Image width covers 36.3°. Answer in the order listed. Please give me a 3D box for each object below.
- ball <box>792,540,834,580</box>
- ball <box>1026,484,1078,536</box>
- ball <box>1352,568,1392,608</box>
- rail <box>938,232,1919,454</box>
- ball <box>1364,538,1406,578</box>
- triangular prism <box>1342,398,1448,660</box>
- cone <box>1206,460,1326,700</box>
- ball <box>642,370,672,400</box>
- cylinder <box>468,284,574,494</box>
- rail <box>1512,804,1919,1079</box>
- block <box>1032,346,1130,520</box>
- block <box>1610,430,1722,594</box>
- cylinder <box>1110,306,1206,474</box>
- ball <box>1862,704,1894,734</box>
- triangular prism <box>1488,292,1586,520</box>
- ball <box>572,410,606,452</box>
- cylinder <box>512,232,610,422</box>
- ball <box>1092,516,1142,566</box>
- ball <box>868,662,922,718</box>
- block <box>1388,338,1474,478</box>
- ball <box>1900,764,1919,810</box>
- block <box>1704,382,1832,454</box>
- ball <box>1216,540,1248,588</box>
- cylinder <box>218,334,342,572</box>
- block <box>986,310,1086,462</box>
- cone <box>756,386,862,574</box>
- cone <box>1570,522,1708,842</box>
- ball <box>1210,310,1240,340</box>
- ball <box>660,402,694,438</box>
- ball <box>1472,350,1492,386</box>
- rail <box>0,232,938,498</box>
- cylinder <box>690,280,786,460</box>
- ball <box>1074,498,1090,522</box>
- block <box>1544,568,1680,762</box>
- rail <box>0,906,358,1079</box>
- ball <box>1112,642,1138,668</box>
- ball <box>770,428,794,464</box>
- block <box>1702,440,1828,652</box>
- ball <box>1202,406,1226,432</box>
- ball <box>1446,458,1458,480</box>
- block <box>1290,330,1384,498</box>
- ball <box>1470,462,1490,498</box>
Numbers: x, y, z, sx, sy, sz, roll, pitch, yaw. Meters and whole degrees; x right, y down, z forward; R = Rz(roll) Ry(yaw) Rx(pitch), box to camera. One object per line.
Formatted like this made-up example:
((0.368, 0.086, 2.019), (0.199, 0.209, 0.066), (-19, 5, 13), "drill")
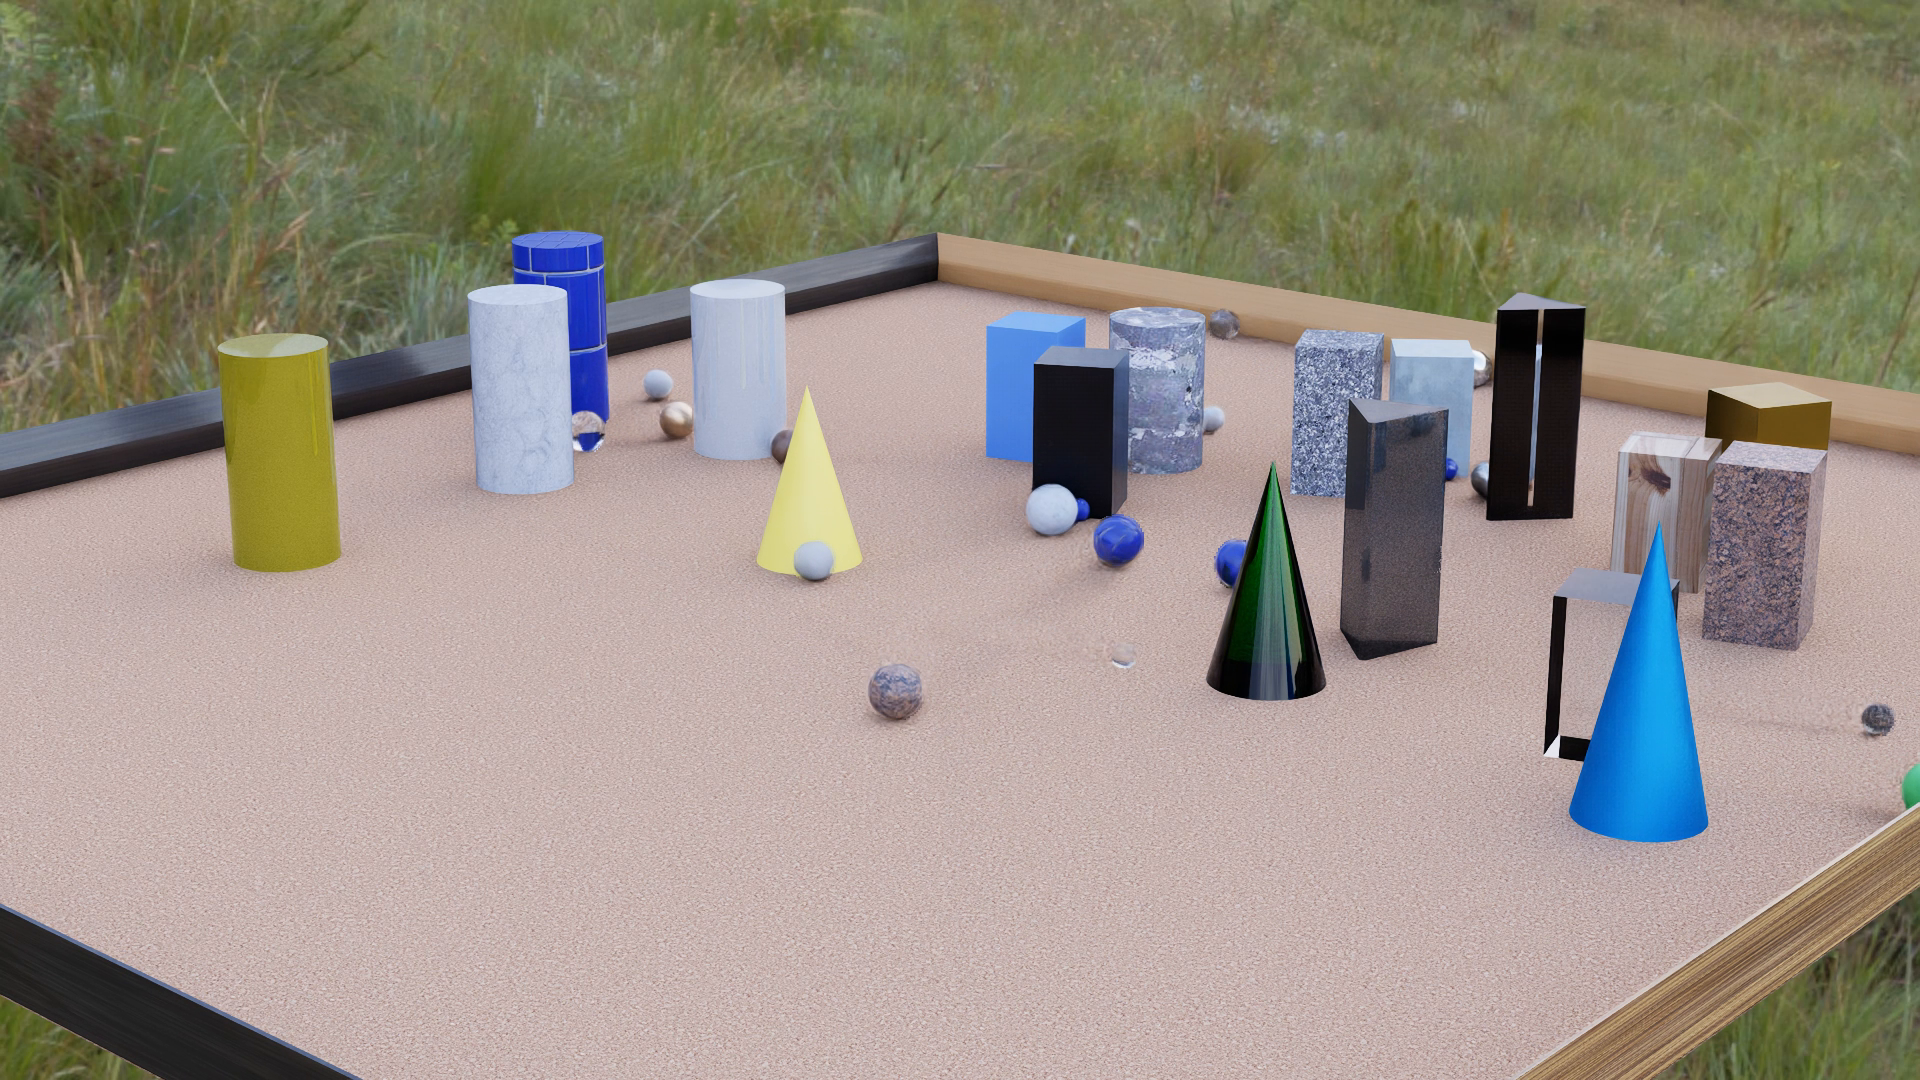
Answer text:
((-0.261, 0.037, 5.200), (0.071, 0.071, 0.071), (0, 17, 0), "ball")
((0.171, -0.057, 5.468), (0.096, 0.096, 0.096), (0, 17, 0), "ball")
((0.711, 0.084, 5.049), (0.069, 0.069, 0.069), (0, 17, 0), "ball")
((1.289, -0.398, 6.541), (3.613, 0.125, 0.045), (14, 22, 39), "rail")
((0.755, 0.033, 5.210), (0.073, 0.073, 0.073), (0, 17, 0), "ball")
((0.685, -0.026, 4.837), (0.167, 0.401, 0.145), (-11, 20, -32), "triangular prism")
((0.491, 0.049, 4.647), (0.193, 0.367, 0.193), (0, 17, 0), "cone")
((-0.668, -0.343, 6.468), (0.065, 0.065, 0.065), (0, 17, 0), "ball")
((-0.864, -0.299, 5.779), (0.193, 0.378, 0.193), (0, 17, 0), "cylinder")
((1.346, 0.369, 4.001), (0.045, 0.125, 3.979), (14, 22, 39), "rail")
((0.232, -0.207, 5.618), (0.154, 0.296, 0.154), (4, 17, 14), "block")
((1.250, -0.051, 5.193), (0.154, 0.242, 0.154), (7, 18, 22), "block")
((0.397, -0.303, 5.928), (0.193, 0.301, 0.193), (0, 17, 0), "cylinder")
((1.396, 0.272, 4.460), (0.048, 0.048, 0.048), (0, 17, 0), "ball")
((1.077, -0.256, 5.586), (0.167, 0.409, 0.145), (-2, 17, -6), "triangular prism")
((-0.772, -0.225, 6.044), (0.084, 0.084, 0.084), (0, 17, 0), "ball")
((-0.850, -0.448, 6.252), (0.193, 0.391, 0.193), (0, 17, 0), "cylinder")
((0.283, 0.001, 5.288), (0.088, 0.088, 0.088), (0, 17, 0), "ball")
((-0.100, 0.232, 4.526), (0.086, 0.086, 0.086), (0, 17, 0), "ball")
((0.946, -0.267, 5.904), (0.154, 0.245, 0.154), (1, 17, 4), "block")
((1.369, 0.354, 4.123), (0.087, 0.087, 0.087), (0, 17, 0), "ball")
((1.455, -0.117, 5.313), (0.154, 0.300, 0.154), (-6, 18, -20), "block")
((0.492, 0.043, 5.158), (0.084, 0.084, 0.084), (0, 17, 0), "ball")
((-1.226, -0.159, 5.289), (0.193, 0.394, 0.193), (0, 17, 0), "cylinder")
((0.155, -0.313, 6.006), (0.154, 0.275, 0.154), (7, 18, 23), "block")
((-0.273, -0.121, 5.283), (0.193, 0.326, 0.193), (0, 17, 0), "cone")
((0.960, 0.181, 4.087), (0.193, 0.438, 0.193), (0, 17, 0), "cone")
((0.635, -0.516, 7.032), (0.070, 0.070, 0.070), (0, 17, 0), "ball")
((-0.591, -0.251, 6.143), (0.078, 0.078, 0.078), (0, 17, 0), "ball")
((1.152, -0.386, 6.582), (0.082, 0.082, 0.082), (0, 17, 0), "ball")
((-1.346, -0.306, 6.239), (0.045, 0.125, 3.979), (14, 22, 39), "rail")
((-0.454, -0.352, 6.028), (0.193, 0.336, 0.193), (0, 17, 0), "cylinder")
((0.223, -0.057, 5.559), (0.044, 0.044, 0.044), (0, 17, 0), "ball")
((0.973, 0.191, 4.378), (0.154, 0.251, 0.154), (7, 18, 23), "block")
((-1.289, 0.460, 3.699), (3.613, 0.125, 0.045), (14, 22, 39), "rail")
((0.267, 0.188, 4.751), (0.042, 0.042, 0.042), (0, 17, 0), "ball")
((-0.346, -0.188, 5.938), (0.075, 0.075, 0.075), (0, 17, 0), "ball")
((1.342, 0.008, 4.889), (0.154, 0.305, 0.154), (8, 18, 24), "block")
((0.533, -0.255, 6.195), (0.054, 0.054, 0.054), (0, 17, 0), "ball")
((0.967, -0.141, 5.835), (0.045, 0.045, 0.045), (0, 17, 0), "ball")
((0.740, -0.248, 5.753), (0.154, 0.297, 0.154), (4, 17, 13), "block")
((1.031, -0.118, 5.714), (0.070, 0.070, 0.070), (0, 17, 0), "ball")
